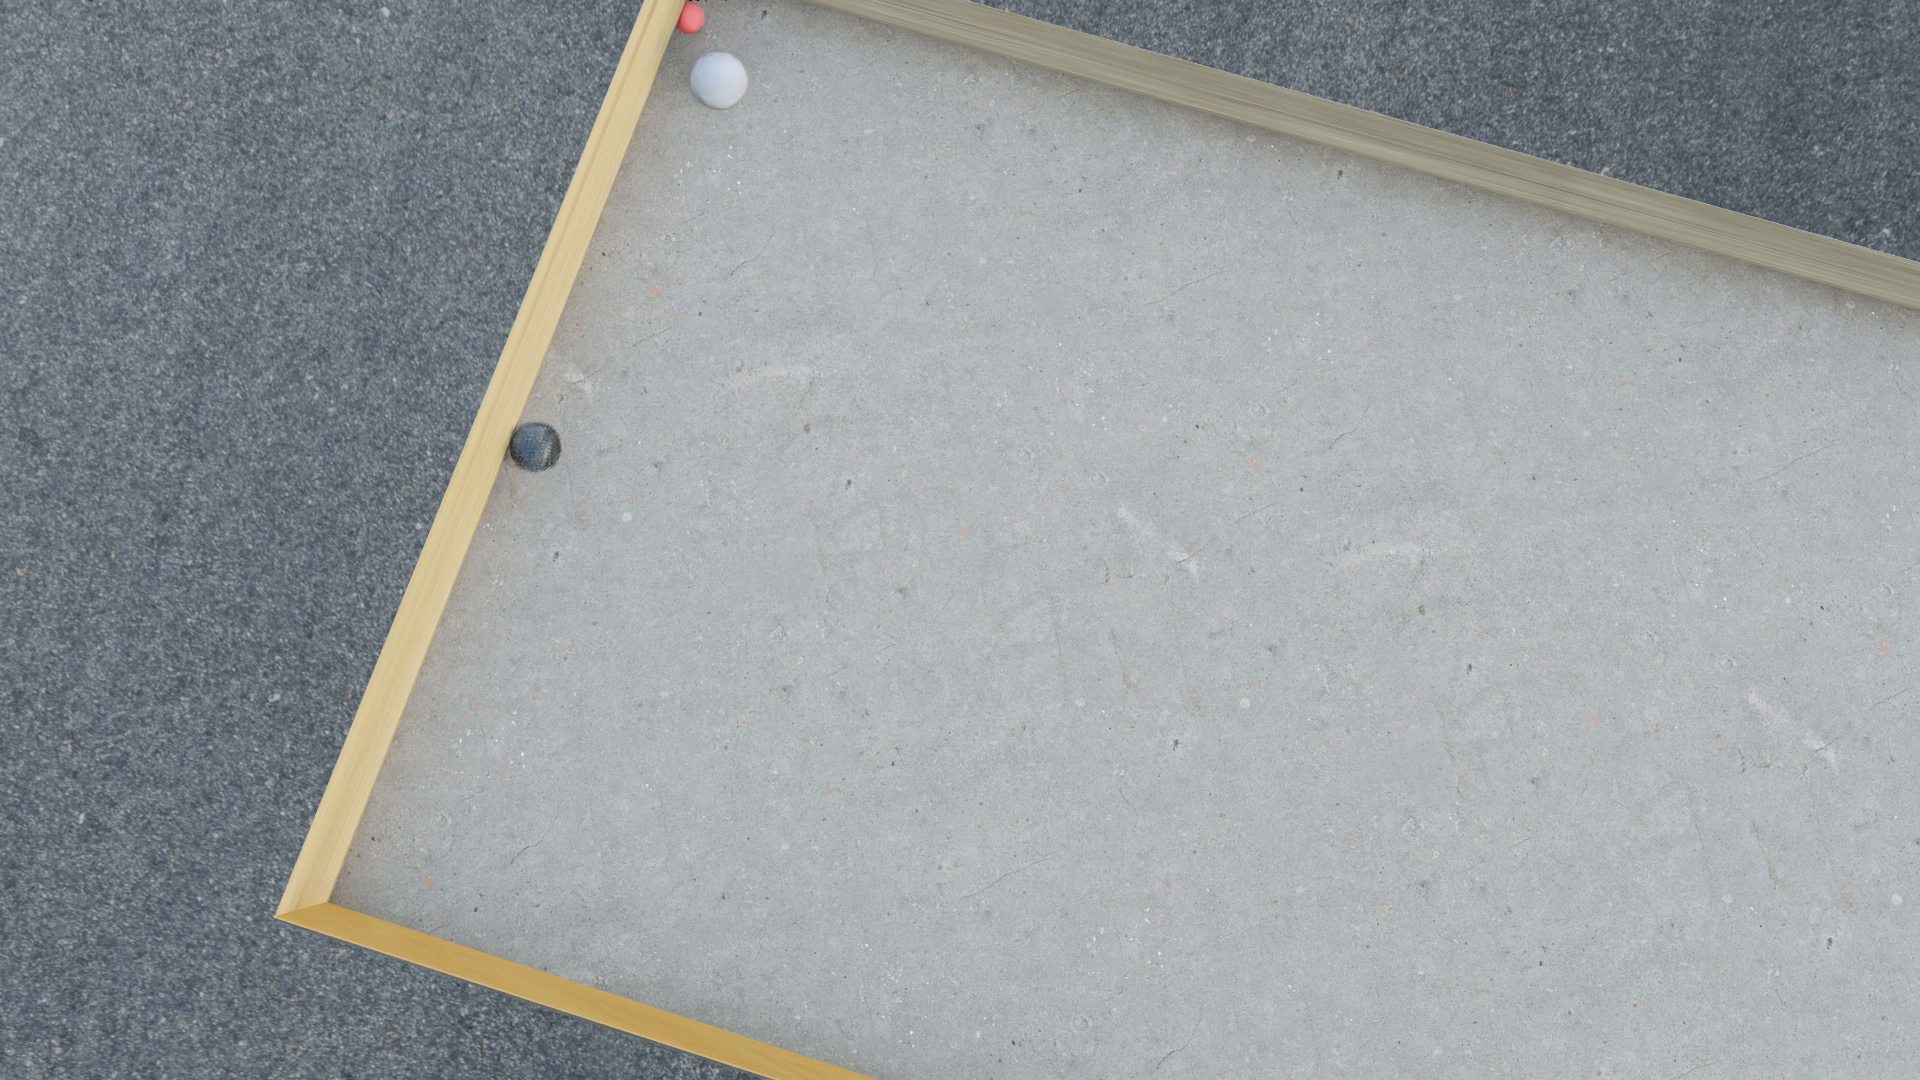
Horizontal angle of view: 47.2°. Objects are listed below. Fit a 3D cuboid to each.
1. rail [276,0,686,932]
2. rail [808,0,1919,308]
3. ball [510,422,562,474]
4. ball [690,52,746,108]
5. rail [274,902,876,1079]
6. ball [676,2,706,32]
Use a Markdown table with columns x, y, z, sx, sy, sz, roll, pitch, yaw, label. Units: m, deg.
| x | y | z | sx | sy | sz | roll | pitch | yaw | label |
| --- | --- | --- | --- | --- | --- | --- | --- | --- | --- |
| -0.700 | -0.217 | 3.431 | 0.045 | 0.120 | 1.712 | 17 | 73 | 5 | rail |
| 0.970 | -0.551 | 3.535 | 3.027 | 0.120 | 0.045 | 17 | 73 | 5 | rail |
| -0.662 | -0.143 | 3.430 | 0.078 | 0.078 | 0.078 | 0 | 73 | 0 | ball |
| -0.397 | -0.757 | 3.615 | 0.092 | 0.092 | 0.092 | 0 | 73 | 0 | ball |
| 0.474 | 0.964 | 3.059 | 3.027 | 0.120 | 0.045 | 17 | 73 | 5 | rail |
| -0.451 | -0.873 | 3.674 | 0.050 | 0.050 | 0.050 | 0 | 73 | 0 | ball |
